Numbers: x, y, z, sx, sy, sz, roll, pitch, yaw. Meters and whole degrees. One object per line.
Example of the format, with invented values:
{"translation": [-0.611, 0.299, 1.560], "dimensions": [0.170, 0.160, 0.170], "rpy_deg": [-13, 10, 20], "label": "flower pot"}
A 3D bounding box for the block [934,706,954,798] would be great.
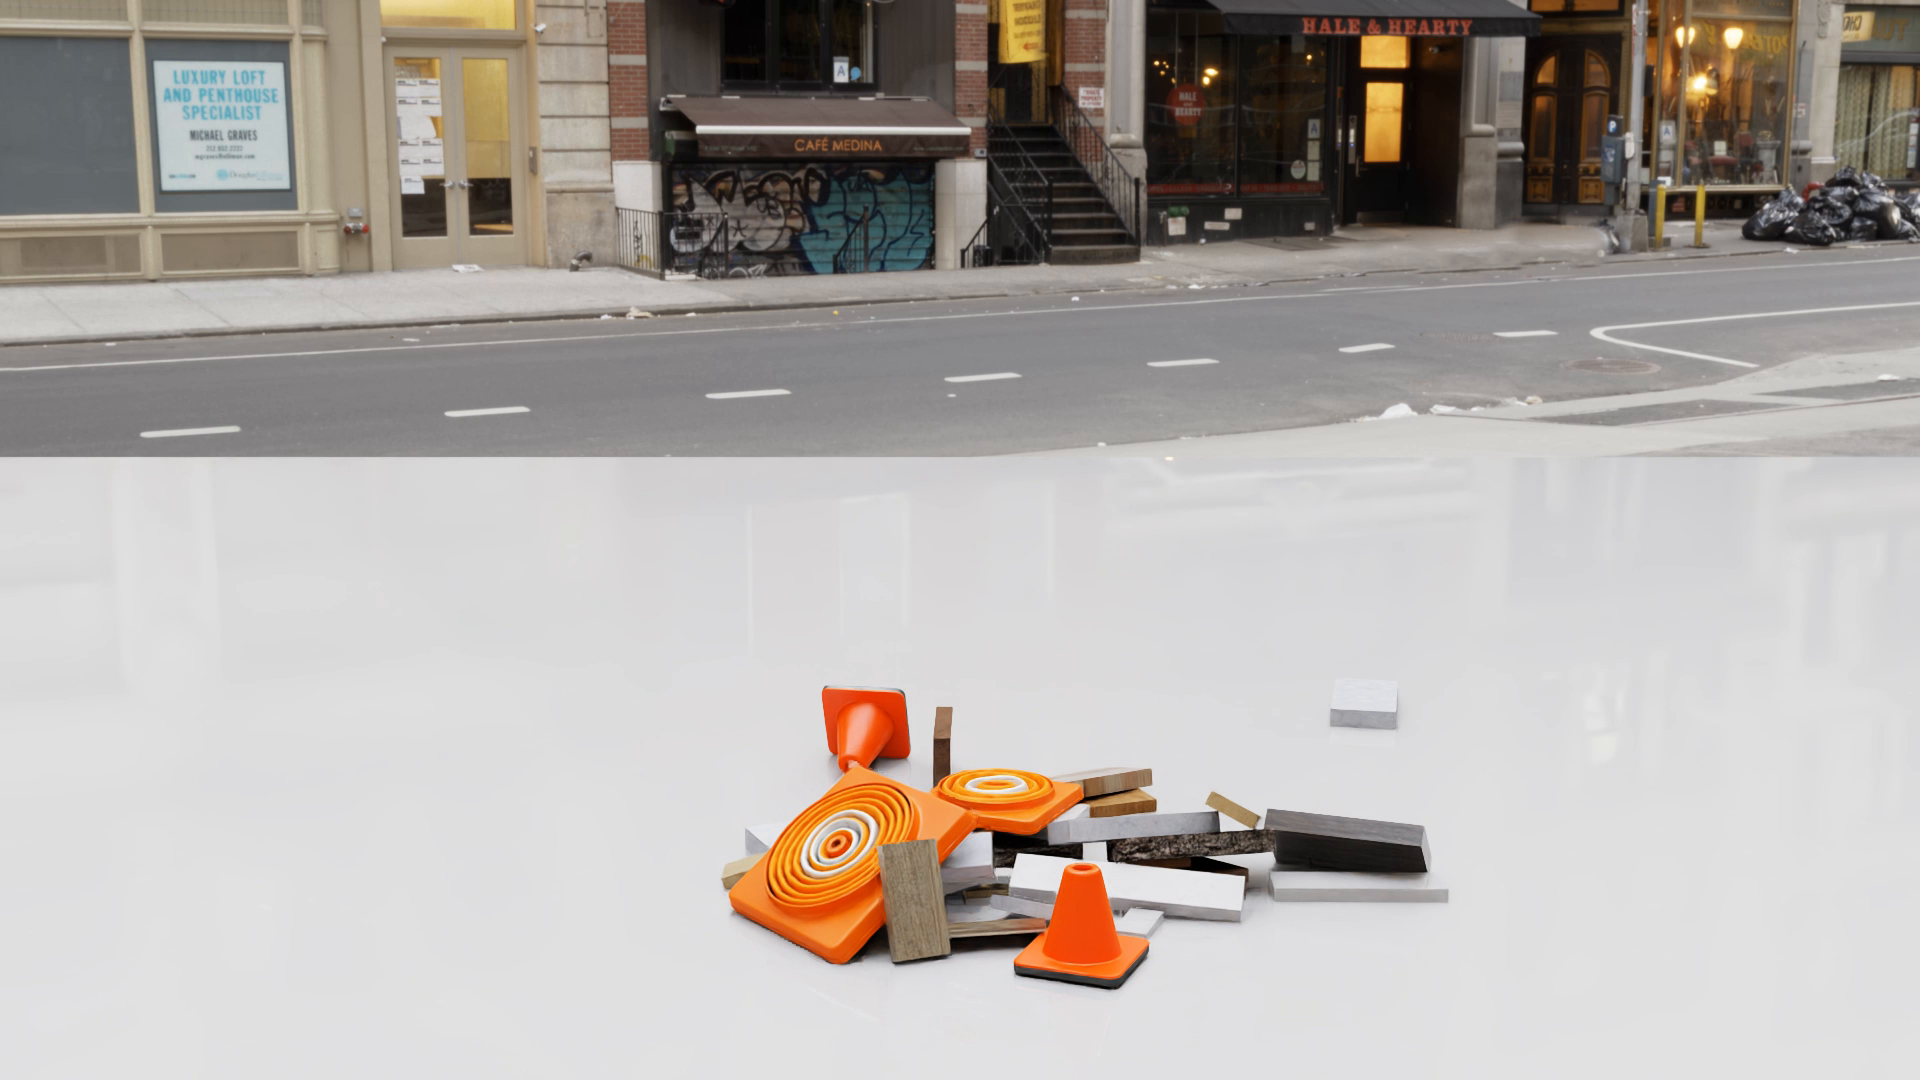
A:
{"translation": [-0.033, 0.413, 4.302], "dimensions": [0.033, 0.117, 0.234], "rpy_deg": [0, 11, 1], "label": "block"}

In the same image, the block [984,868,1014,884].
{"translation": [0.070, 0.559, 3.665], "dimensions": [0.091, 0.013, 0.045], "rpy_deg": [2, 8, -15], "label": "block"}

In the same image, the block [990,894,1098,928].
{"translation": [0.134, 0.594, 3.517], "dimensions": [0.156, 0.022, 0.078], "rpy_deg": [6, -9, 31], "label": "block"}

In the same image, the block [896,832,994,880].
{"translation": [-0.026, 0.507, 3.508], "dimensions": [0.156, 0.022, 0.078], "rpy_deg": [-6, 33, 4], "label": "block"}

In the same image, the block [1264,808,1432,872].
{"translation": [0.661, 0.517, 3.745], "dimensions": [0.266, 0.038, 0.133], "rpy_deg": [4, -30, 21], "label": "block"}

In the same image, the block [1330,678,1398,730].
{"translation": [0.886, 0.357, 4.816], "dimensions": [0.138, 0.039, 0.276], "rpy_deg": [2, 11, 12], "label": "block"}

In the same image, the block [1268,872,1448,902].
{"translation": [0.663, 0.579, 3.667], "dimensions": [0.286, 0.023, 0.081], "rpy_deg": [0, 11, 1], "label": "block"}

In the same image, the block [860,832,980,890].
{"translation": [-0.065, 0.519, 3.555], "dimensions": [0.183, 0.026, 0.091], "rpy_deg": [-3, 31, -6], "label": "block"}

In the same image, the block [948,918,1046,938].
{"translation": [0.050, 0.607, 3.443], "dimensions": [0.156, 0.022, 0.078], "rpy_deg": [-2, -10, -10], "label": "block"}

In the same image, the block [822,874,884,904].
{"translation": [-0.126, 0.562, 3.609], "dimensions": [0.183, 0.026, 0.091], "rpy_deg": [-7, 15, 32], "label": "block"}

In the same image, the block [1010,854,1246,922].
{"translation": [0.273, 0.568, 3.596], "dimensions": [0.377, 0.025, 0.089], "rpy_deg": [5, 30, 9], "label": "block"}

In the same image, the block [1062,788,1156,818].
{"translation": [0.277, 0.494, 4.120], "dimensions": [0.163, 0.023, 0.081], "rpy_deg": [-4, 11, -21], "label": "block"}

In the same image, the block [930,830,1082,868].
{"translation": [0.060, 0.539, 3.834], "dimensions": [0.276, 0.039, 0.138], "rpy_deg": [-5, 12, -27], "label": "block"}

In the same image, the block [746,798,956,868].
{"translation": [-0.150, 0.522, 3.927], "dimensions": [0.445, 0.039, 0.138], "rpy_deg": [-5, 12, -24], "label": "block"}

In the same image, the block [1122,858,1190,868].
{"translation": [0.328, 0.540, 3.667], "dimensions": [0.108, 0.015, 0.054], "rpy_deg": [-4, -9, -1], "label": "block"}

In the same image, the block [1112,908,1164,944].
{"translation": [0.284, 0.613, 3.501], "dimensions": [0.054, 0.015, 0.108], "rpy_deg": [4, 11, 19], "label": "block"}

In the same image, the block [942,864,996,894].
{"translation": [-0.035, 0.558, 3.635], "dimensions": [0.183, 0.026, 0.091], "rpy_deg": [-16, 13, -1], "label": "block"}

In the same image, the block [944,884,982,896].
{"translation": [-0.016, 0.575, 3.660], "dimensions": [0.091, 0.013, 0.045], "rpy_deg": [-10, 12, -16], "label": "block"}

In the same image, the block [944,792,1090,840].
{"translation": [0.101, 0.490, 3.901], "dimensions": [0.234, 0.033, 0.117], "rpy_deg": [4, 11, 20], "label": "block"}

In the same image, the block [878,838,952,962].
{"translation": [-0.071, 0.554, 3.386], "dimensions": [0.089, 0.177, 0.025], "rpy_deg": [-4, -9, -22], "label": "block"}

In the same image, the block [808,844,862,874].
{"translation": [-0.174, 0.533, 3.681], "dimensions": [0.148, 0.021, 0.074], "rpy_deg": [-5, 14, 39], "label": "block"}

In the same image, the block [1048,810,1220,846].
{"translation": [0.296, 0.493, 3.761], "dimensions": [0.266, 0.038, 0.133], "rpy_deg": [-1, -10, -14], "label": "block"}

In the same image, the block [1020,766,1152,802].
{"translation": [0.240, 0.461, 4.168], "dimensions": [0.234, 0.033, 0.117], "rpy_deg": [-4, -1, -39], "label": "block"}

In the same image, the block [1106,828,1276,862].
{"translation": [0.387, 0.516, 3.704], "dimensions": [0.266, 0.038, 0.133], "rpy_deg": [-3, -9, -4], "label": "block"}

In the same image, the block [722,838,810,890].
{"translation": [-0.327, 0.548, 3.718], "dimensions": [0.148, 0.021, 0.074], "rpy_deg": [-18, 10, 2], "label": "block"}

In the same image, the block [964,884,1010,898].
{"translation": [0.051, 0.583, 3.672], "dimensions": [0.091, 0.013, 0.045], "rpy_deg": [-2, 11, -8], "label": "block"}

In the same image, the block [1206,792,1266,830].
{"translation": [0.468, 0.460, 3.728], "dimensions": [0.089, 0.025, 0.177], "rpy_deg": [27, -2, 14], "label": "block"}

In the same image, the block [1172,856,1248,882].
{"translation": [0.406, 0.559, 3.709], "dimensions": [0.081, 0.023, 0.163], "rpy_deg": [-4, 3, -28], "label": "block"}

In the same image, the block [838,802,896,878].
{"translation": [-0.144, 0.497, 3.629], "dimensions": [0.074, 0.021, 0.148], "rpy_deg": [-12, 39, -16], "label": "block"}
